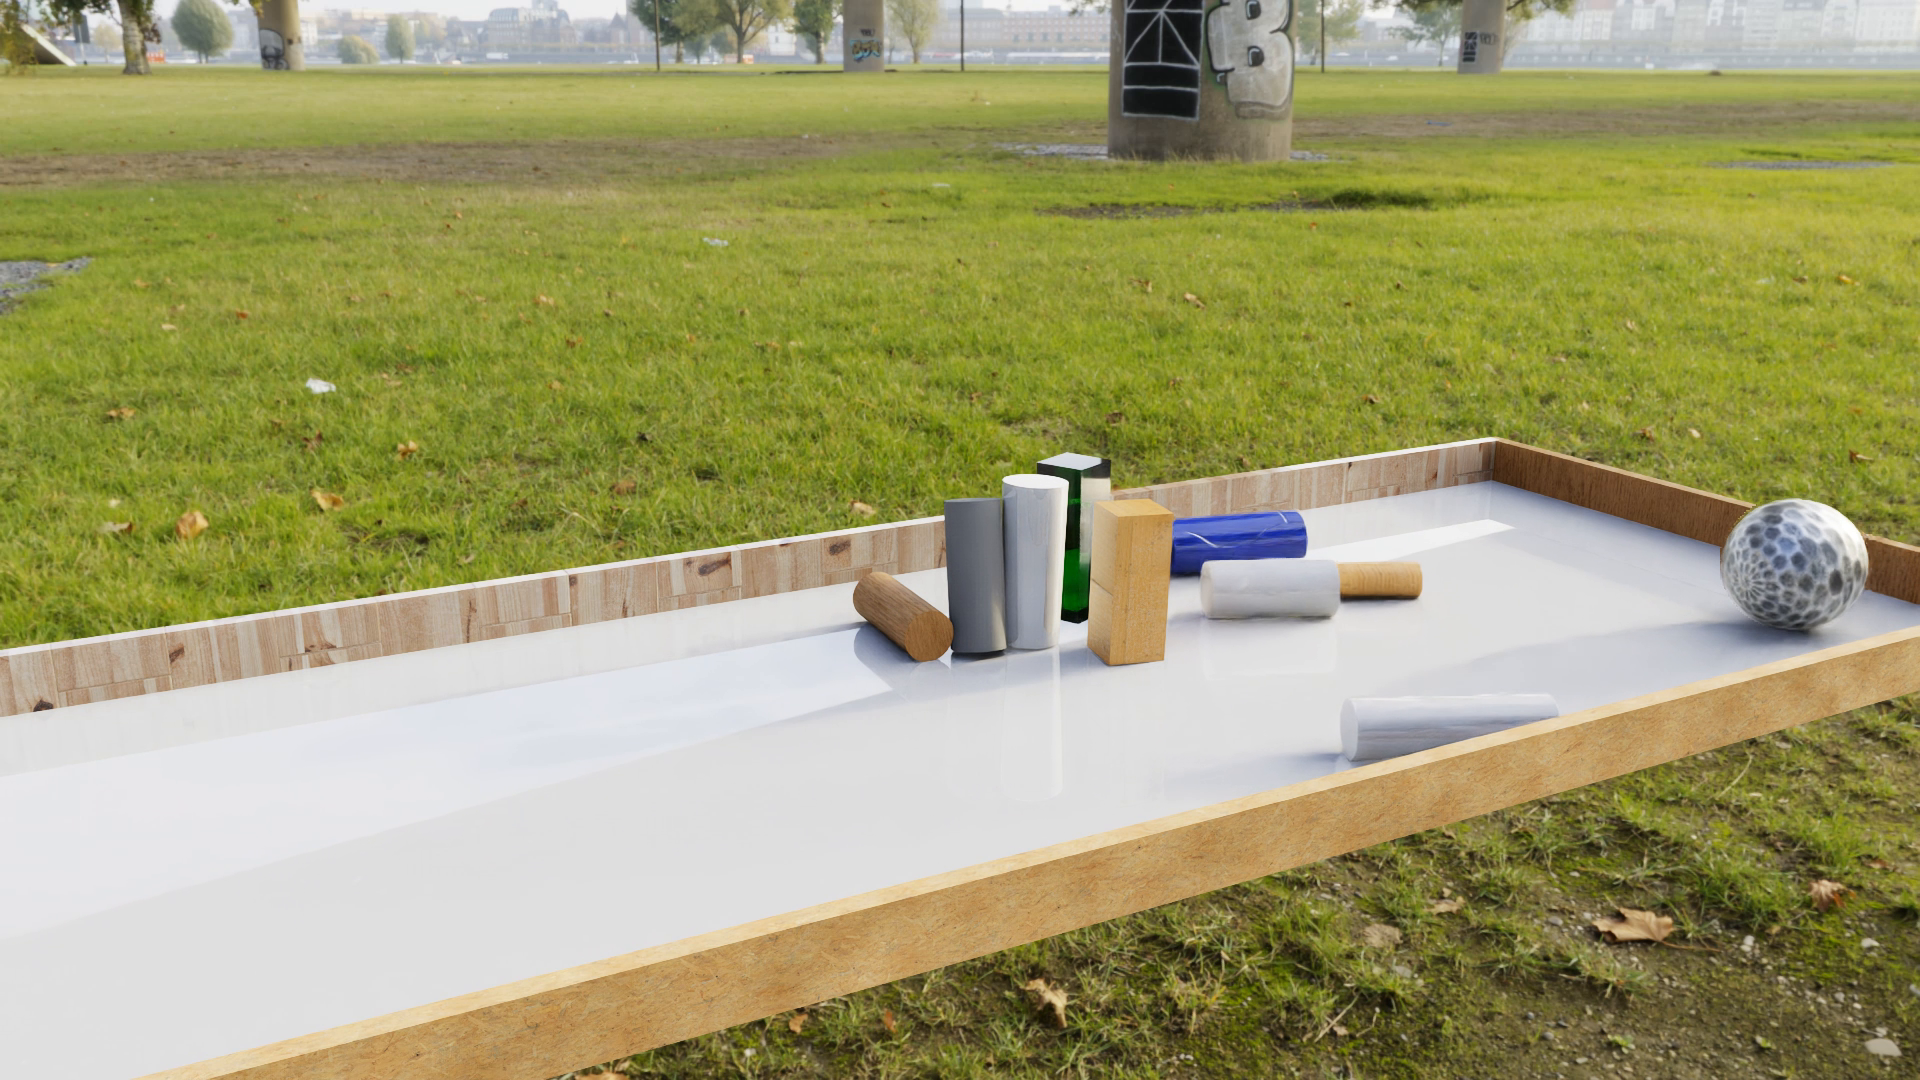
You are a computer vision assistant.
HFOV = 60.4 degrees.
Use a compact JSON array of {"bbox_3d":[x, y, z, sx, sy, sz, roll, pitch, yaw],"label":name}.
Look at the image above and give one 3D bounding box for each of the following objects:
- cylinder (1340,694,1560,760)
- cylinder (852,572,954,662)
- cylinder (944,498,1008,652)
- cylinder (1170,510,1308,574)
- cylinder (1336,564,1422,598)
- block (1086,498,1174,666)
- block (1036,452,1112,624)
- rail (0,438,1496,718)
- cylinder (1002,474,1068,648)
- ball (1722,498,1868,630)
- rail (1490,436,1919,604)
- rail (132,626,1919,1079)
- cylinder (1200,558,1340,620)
[{"bbox_3d":[1.095,0.417,3.697,0.456,0.135,0.135,-1,16,-4],"label":"cylinder"},{"bbox_3d":[-0.156,0.202,4.424,0.138,0.138,0.366,-7,18,-24],"label":"cylinder"},{"bbox_3d":[0.041,0.089,4.320,0.150,0.390,0.150,-3,5,0],"label":"cylinder"},{"bbox_3d":[0.827,0.008,5.036,0.432,0.165,0.165,-4,17,-15],"label":"cylinder"},{"bbox_3d":[1.148,0.118,4.775,0.356,0.100,0.100,0,16,-1],"label":"cylinder"},{"bbox_3d":[0.440,0.107,4.281,0.154,0.396,0.154,-3,17,-18],"label":"block"},{"bbox_3d":[0.314,-0.007,4.599,0.147,0.439,0.147,12,20,36],"label":"block"},{"bbox_3d":[-3.305,0.497,3.399,12.000,0.150,0.050,-9,18,-27],"label":"rail"},{"bbox_3d":[0.189,0.055,4.381,0.174,0.433,0.174,2,14,-1],"label":"cylinder"},{"bbox_3d":[2.274,0.065,4.499,0.358,0.358,0.358,0,16,0],"label":"ball"},{"bbox_3d":[2.466,-0.048,5.253,0.050,0.150,2.100,-9,18,-27],"label":"rail"},{"bbox_3d":[-2.336,1.006,1.665,12.000,0.150,0.050,-9,18,-27],"label":"rail"},{"bbox_3d":[0.862,0.136,4.600,0.354,0.164,0.164,-1,16,-5],"label":"cylinder"}]
